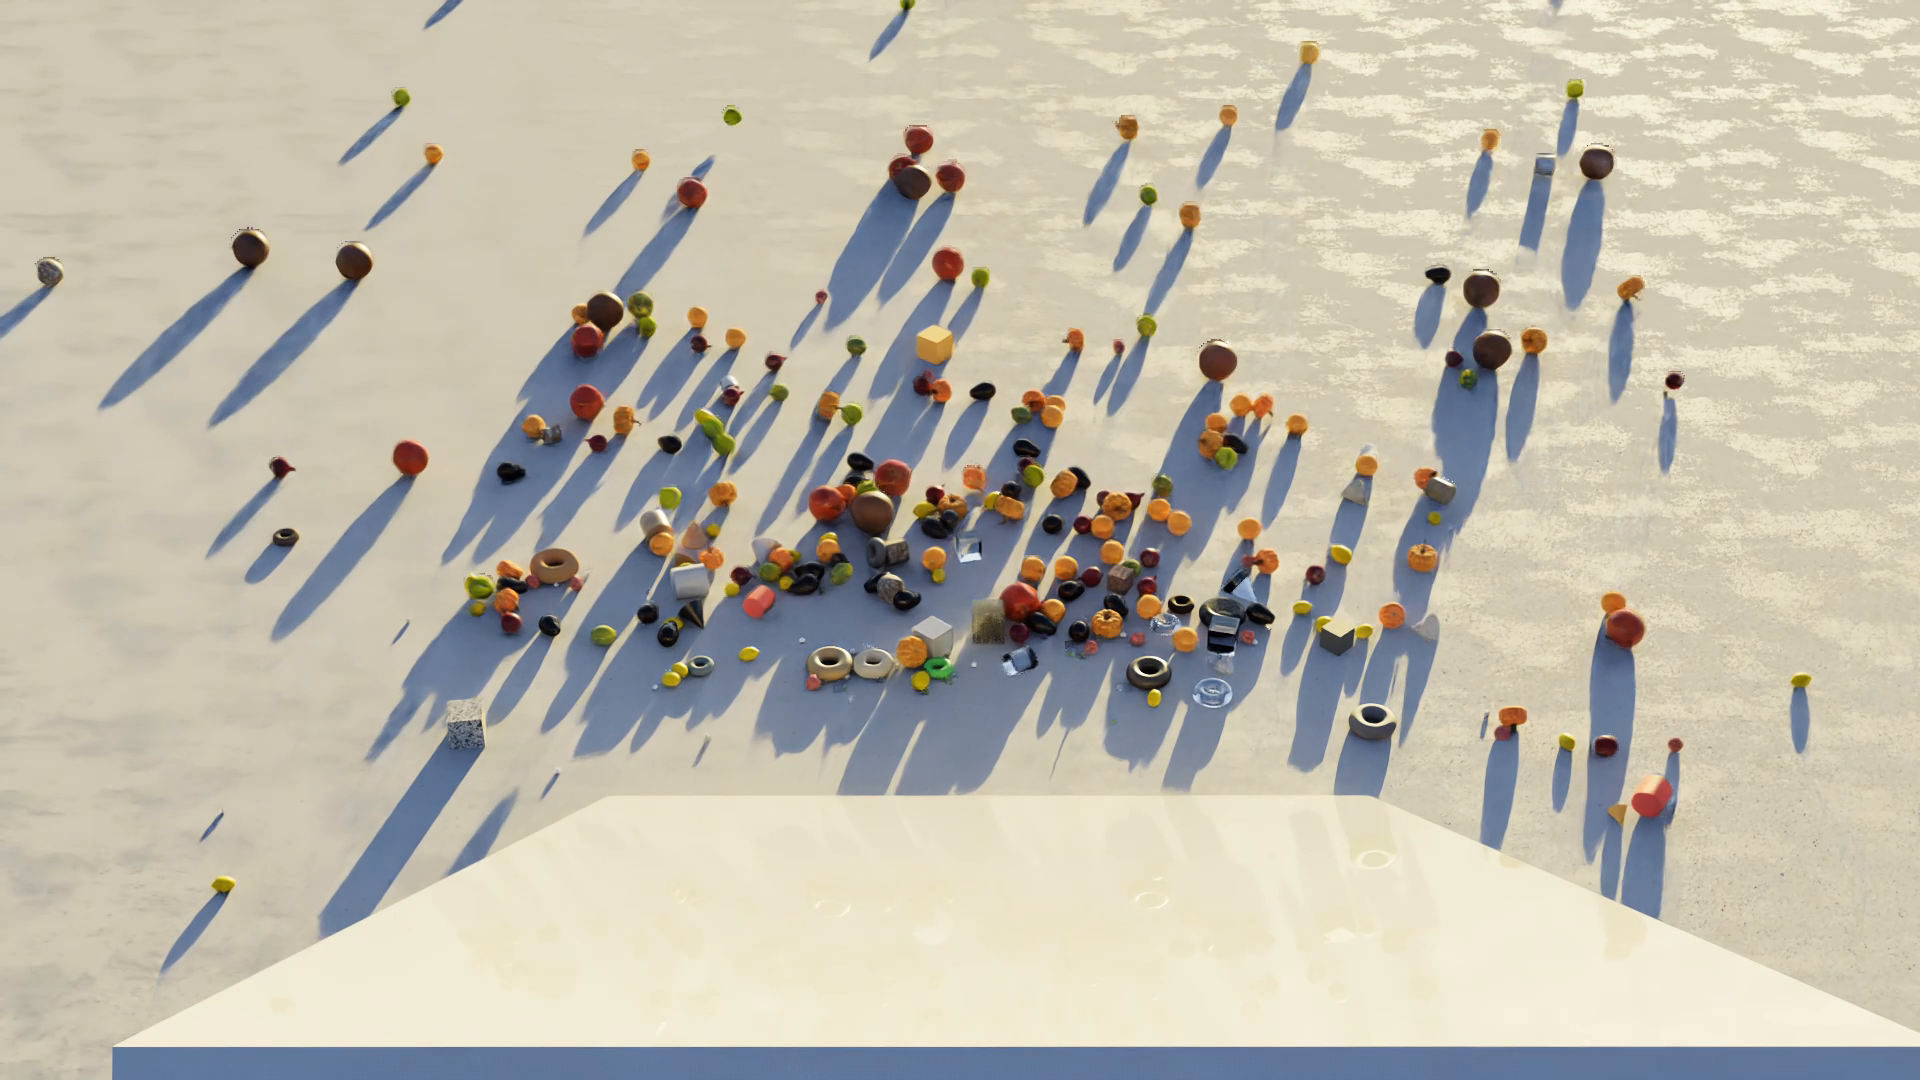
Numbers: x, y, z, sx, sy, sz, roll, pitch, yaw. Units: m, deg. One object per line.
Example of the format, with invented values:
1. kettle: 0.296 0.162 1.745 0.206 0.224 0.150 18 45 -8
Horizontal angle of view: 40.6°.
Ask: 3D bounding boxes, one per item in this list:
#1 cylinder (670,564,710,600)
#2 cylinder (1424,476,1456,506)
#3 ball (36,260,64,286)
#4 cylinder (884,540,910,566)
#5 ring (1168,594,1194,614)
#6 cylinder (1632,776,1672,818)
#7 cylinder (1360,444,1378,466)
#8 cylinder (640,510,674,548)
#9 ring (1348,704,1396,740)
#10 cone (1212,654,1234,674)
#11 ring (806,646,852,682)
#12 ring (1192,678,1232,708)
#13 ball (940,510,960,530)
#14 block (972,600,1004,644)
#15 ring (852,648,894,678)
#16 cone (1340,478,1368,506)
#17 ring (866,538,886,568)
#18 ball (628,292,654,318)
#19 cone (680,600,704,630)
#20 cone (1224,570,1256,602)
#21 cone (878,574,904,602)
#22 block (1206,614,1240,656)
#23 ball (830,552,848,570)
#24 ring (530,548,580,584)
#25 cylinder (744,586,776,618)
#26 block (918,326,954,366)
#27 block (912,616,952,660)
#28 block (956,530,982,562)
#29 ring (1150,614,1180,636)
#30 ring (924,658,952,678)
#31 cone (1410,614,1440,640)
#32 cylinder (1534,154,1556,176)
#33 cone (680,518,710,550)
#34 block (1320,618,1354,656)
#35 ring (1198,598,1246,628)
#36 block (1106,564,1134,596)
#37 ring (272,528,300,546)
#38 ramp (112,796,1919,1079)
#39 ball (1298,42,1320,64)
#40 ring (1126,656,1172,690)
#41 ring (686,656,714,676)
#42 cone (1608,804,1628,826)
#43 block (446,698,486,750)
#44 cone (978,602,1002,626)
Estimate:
1. cylinder: -0.799 0.124 7.671 0.097 0.097 0.097 -10 36 -14
2. cylinder: 1.497 -0.154 8.095 0.069 0.069 0.069 -29 44 -35
3. ball: -3.230 -0.949 9.220 0.092 0.092 0.092 0 35 0
4. cylinder: -0.197 0.039 7.816 0.070 0.070 0.070 -14 37 -20
5. ring: 0.650 0.189 7.638 0.080 0.027 0.080 -1 34 1
6. cylinder: 1.835 0.680 6.883 0.082 0.082 0.082 20 39 26
7. cylinder: 1.303 -0.269 8.275 0.053 0.053 0.053 2 35 3
8. cylinder: -0.925 -0.035 7.910 0.085 0.085 0.085 -11 36 -16
9. ring: 1.140 0.502 7.173 0.133 0.044 0.133 -1 36 0
10. cone: 0.740 0.359 7.394 0.057 0.057 0.057 -12 26 32
11. ring: -0.371 0.352 7.389 0.134 0.045 0.134 0 36 0
12. ring: 0.709 0.428 7.285 0.113 0.038 0.113 -1 35 1
13. ball: -0.031 -0.063 7.972 0.060 0.060 0.060 0 35 0
14. block: 0.081 0.236 7.508 0.090 0.090 0.090 0 29 0
15. ring: -0.247 0.352 7.393 0.117 0.039 0.117 -1 33 0
16. cone: 1.245 -0.133 8.094 0.082 0.082 0.082 -26 69 -32
17. ring: -0.252 0.041 7.796 0.031 0.094 0.094 0 31 -32
18. ball: -1.109 -0.816 9.026 0.094 0.094 0.094 0 35 0
19. cone: -0.765 0.230 7.571 0.081 0.081 0.081 -19 71 -25
20. cone: 0.845 0.153 7.676 0.095 0.095 0.095 -32 72 -37
21. cone: -0.187 0.132 7.636 0.087 0.087 0.087 8 71 -23
22. block: 0.758 0.274 7.471 0.078 0.078 0.078 9 36 13
23. ball: -0.361 0.065 7.794 0.052 0.052 0.052 0 35 0
24. ring: -1.215 0.076 7.781 0.149 0.050 0.149 1 36 -1
25. cylinder: -0.587 0.181 7.613 0.069 0.069 0.069 17 38 22
26. block: -0.084 -0.662 8.810 0.087 0.087 0.087 25 42 31
27. block: -0.079 0.285 7.452 0.083 0.083 0.083 28 43 34
28. block: 0.026 0.019 7.851 0.064 0.064 0.064 -8 36 -11
29. ring: 0.598 0.245 7.557 0.087 0.029 0.087 0 36 0
30. ring: -0.062 0.364 7.386 0.083 0.028 0.083 0 36 0
31. cone: 1.339 0.253 7.540 0.077 0.077 0.077 -4 24 46
32. cylinder: 2.237 -1.434 9.928 0.074 0.074 0.074 7 35 15
33. cone: -0.809 -0.030 7.902 0.087 0.087 0.087 0 35 0
34. block: 1.086 0.278 7.473 0.068 0.068 0.068 -30 44 -35
35. ring: 0.766 0.216 7.583 0.139 0.046 0.139 0 33 0
36. block: 0.476 0.118 7.713 0.058 0.058 0.058 18 39 24
37. ring: -2.056 -0.009 7.924 0.081 0.027 0.081 -1 35 1
38. ramp: 0.077 0.662 4.825 2.000 0.100 4.000 0 -2 0
39. ball: 1.447 -2.019 10.764 0.086 0.086 0.086 0 35 0
40. ring: 0.535 0.377 7.354 0.129 0.043 0.129 -1 36 1
41. ring: -0.739 0.359 7.394 0.080 0.027 0.080 -1 35 1
42. cone: 1.743 0.733 6.858 0.054 0.054 0.054 -5 62 -7
43. block: -1.354 0.504 7.124 0.096 0.096 0.096 -4 35 -6
44. cone: 0.089 0.204 7.580 0.068 0.068 0.068 0 35 0
